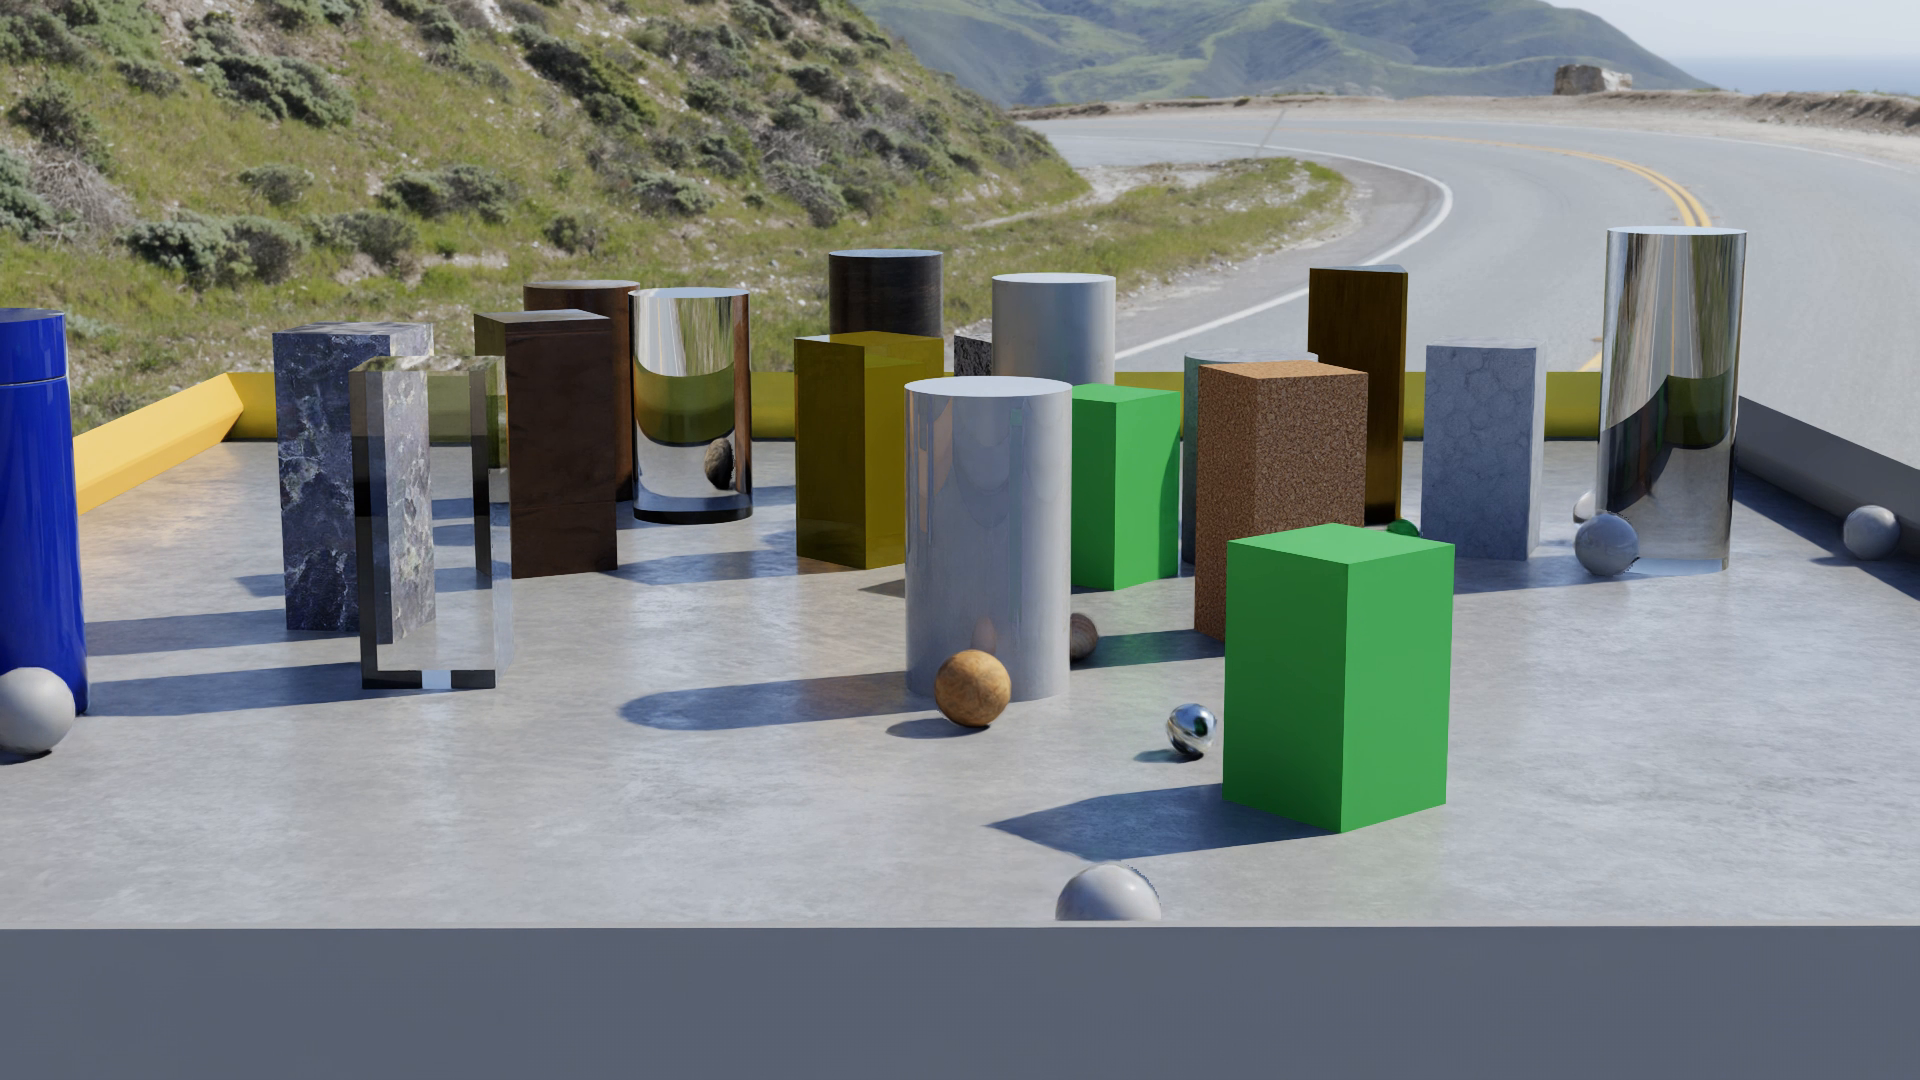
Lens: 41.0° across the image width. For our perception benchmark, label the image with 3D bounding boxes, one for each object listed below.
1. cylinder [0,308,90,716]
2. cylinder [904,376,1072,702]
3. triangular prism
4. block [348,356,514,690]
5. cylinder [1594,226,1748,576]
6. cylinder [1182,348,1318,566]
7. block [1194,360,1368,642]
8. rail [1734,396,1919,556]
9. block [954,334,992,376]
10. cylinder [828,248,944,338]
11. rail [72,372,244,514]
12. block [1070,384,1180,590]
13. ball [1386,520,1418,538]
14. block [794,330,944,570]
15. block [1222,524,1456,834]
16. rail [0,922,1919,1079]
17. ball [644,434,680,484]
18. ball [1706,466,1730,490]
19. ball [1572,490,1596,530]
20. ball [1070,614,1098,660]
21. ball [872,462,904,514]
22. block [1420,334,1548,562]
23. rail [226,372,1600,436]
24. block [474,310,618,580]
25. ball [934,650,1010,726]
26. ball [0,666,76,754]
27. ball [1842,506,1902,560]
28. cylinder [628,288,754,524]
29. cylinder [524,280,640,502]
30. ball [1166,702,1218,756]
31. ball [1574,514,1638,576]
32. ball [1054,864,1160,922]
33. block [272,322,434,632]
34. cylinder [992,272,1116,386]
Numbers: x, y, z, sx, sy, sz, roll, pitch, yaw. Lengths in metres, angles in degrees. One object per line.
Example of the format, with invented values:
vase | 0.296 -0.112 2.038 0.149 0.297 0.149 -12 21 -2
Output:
cylinder | -1.097 -0.027 2.889 0.196 0.451 0.196 0 11 0
cylinder | 0.033 -0.004 3.026 0.196 0.357 0.196 0 11 0
triangular prism | 0.674 -0.243 4.184 0.170 0.403 0.147 7 13 34
block | -0.630 -0.024 3.074 0.157 0.377 0.157 0 11 -2
cylinder | 1.038 -0.208 3.758 0.196 0.490 0.196 0 11 0
cylinder | 0.429 -0.122 3.805 0.196 0.305 0.196 0 11 0
block | 0.408 -0.046 3.278 0.157 0.347 0.157 -4 11 -22
rail | 1.415 0.031 3.457 0.045 0.127 3.303 0 11 0
block | 0.095 -0.242 4.610 0.157 0.246 0.157 -5 12 -27
cylinder | -0.127 -0.290 4.422 0.196 0.409 0.196 0 11 0
rail | -1.415 0.034 3.441 0.045 0.127 3.303 0 11 0
block | 0.205 -0.079 3.680 0.157 0.266 0.157 8 13 38
ball | 0.667 -0.006 3.874 0.051 0.051 0.051 0 11 0
block | -0.135 -0.137 3.822 0.157 0.328 0.157 -10 14 -43
block | 0.374 0.132 2.545 0.157 0.263 0.157 -9 14 -40
rail | 0.009 0.330 1.848 2.877 0.127 0.045 0 11 0
ball | -0.537 -0.142 4.505 0.088 0.088 0.088 0 11 0
ball | 1.315 -0.108 4.452 0.041 0.041 0.041 0 11 0
ball | 0.987 -0.037 3.956 0.082 0.082 0.082 0 11 0
ball | 0.141 0.120 3.177 0.058 0.058 0.058 0 11 0
ball | -0.099 -0.084 4.200 0.086 0.086 0.086 0 11 0
block | 0.792 -0.142 3.880 0.157 0.316 0.157 4 11 20
rail | -0.009 -0.264 5.050 2.877 0.127 0.045 0 11 0
block | -0.605 -0.144 3.747 0.157 0.368 0.157 -5 12 -26
ball | 0.013 0.165 2.856 0.086 0.086 0.086 0 11 0
ball | -0.995 0.182 2.743 0.094 0.094 0.094 0 11 0
ball | 1.354 -0.010 3.812 0.082 0.082 0.082 0 11 0
cylinder | -0.437 -0.221 4.176 0.196 0.364 0.196 0 11 0
cylinder | -0.639 -0.255 4.367 0.196 0.361 0.196 0 11 0
ball | 0.248 0.202 2.739 0.056 0.056 0.056 0 11 0
ball | 0.931 0.007 3.698 0.089 0.089 0.089 0 11 0
ball | 0.120 0.307 2.089 0.086 0.086 0.086 0 11 0
block | -0.790 -0.086 3.380 0.157 0.388 0.157 2 11 8
cylinder | 0.148 -0.220 4.084 0.196 0.395 0.196 0 11 0
